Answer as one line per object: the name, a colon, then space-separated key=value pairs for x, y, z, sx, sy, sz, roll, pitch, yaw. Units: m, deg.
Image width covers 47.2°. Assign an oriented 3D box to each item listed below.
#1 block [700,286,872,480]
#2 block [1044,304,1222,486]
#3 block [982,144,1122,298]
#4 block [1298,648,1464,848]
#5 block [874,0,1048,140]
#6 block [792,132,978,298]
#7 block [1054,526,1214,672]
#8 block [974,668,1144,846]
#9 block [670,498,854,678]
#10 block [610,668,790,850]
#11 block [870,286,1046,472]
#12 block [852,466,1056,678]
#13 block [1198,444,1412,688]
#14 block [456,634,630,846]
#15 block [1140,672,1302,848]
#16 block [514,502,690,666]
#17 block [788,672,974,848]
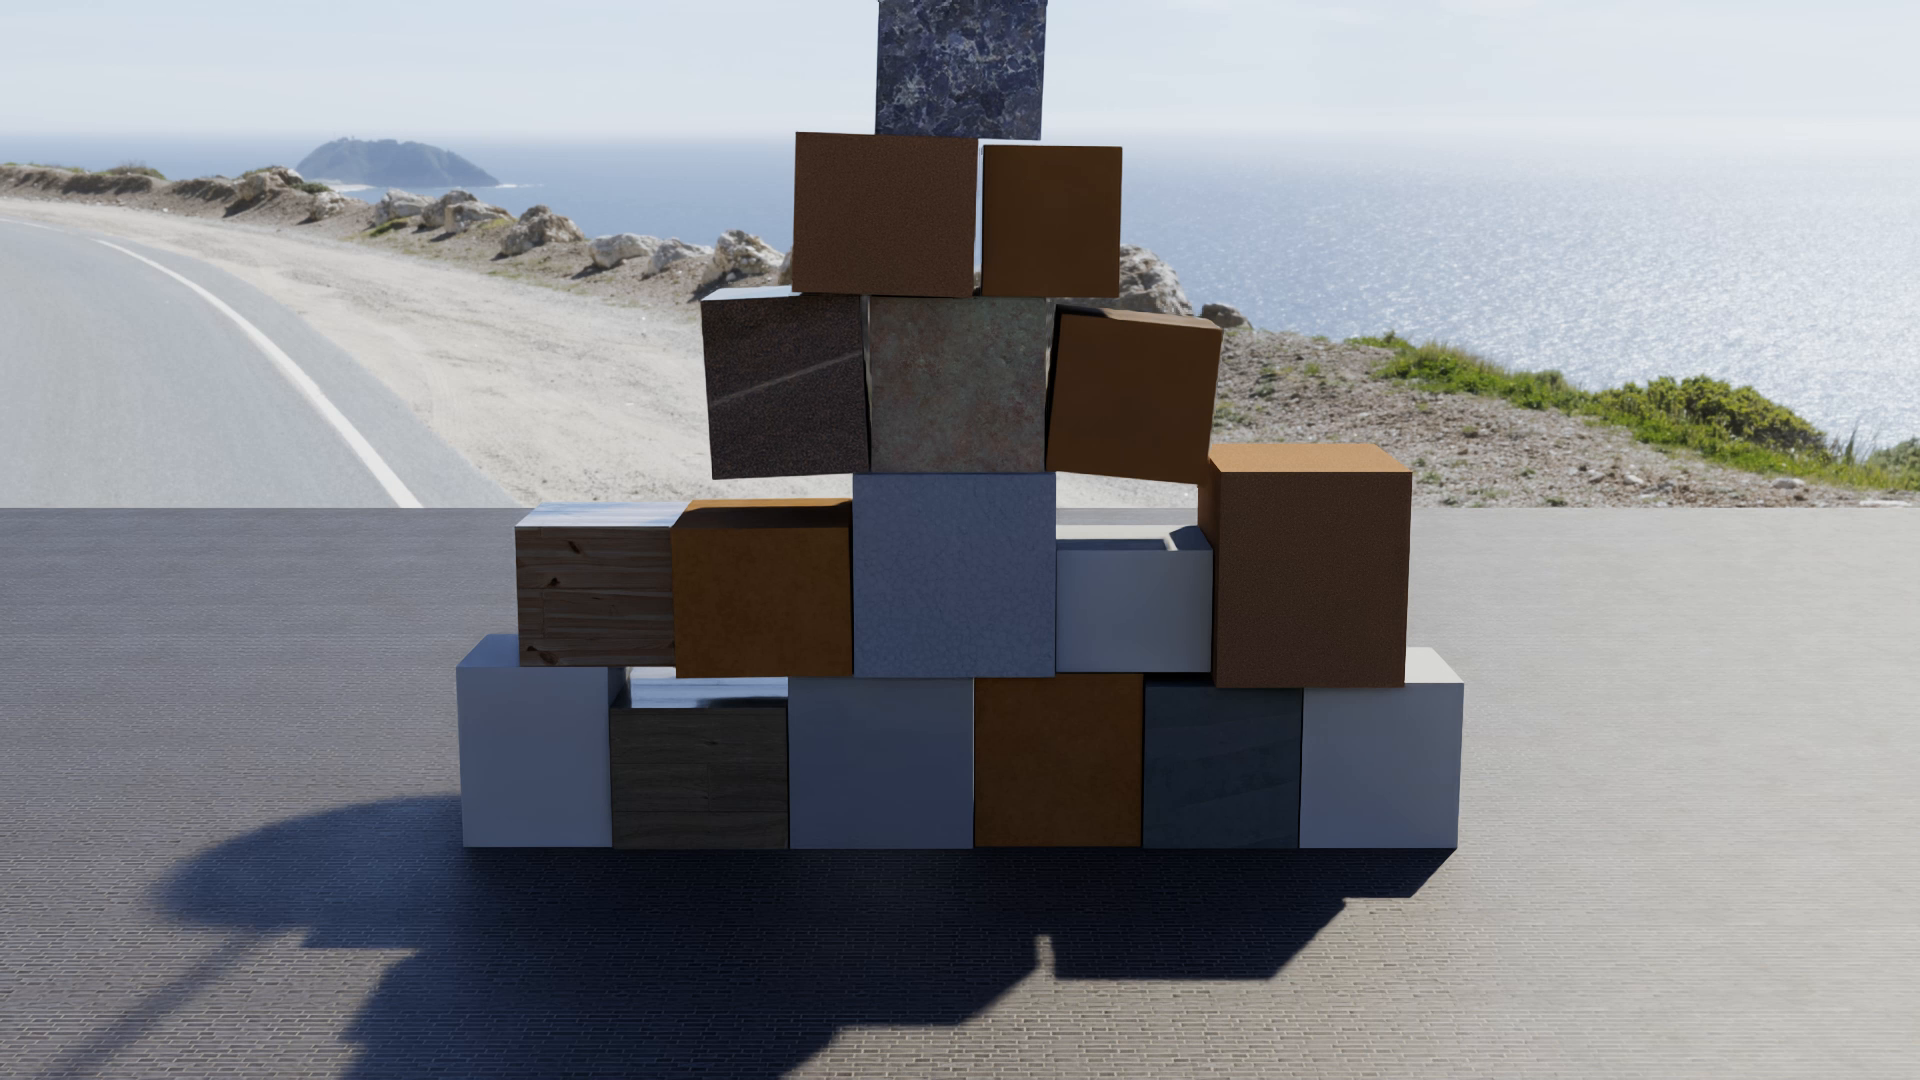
block: x=-0.844 y=-0.813 z=11.034 sx=0.764 sy=0.871 sz=0.841 roll=-3 pitch=10 yaw=0
block: x=0.844 y=-0.739 z=11.029 sx=0.784 sy=0.768 sz=0.672 roll=5 pitch=10 yaw=-1
block: x=0.440 y=-1.587 z=10.875 sx=0.655 sy=0.716 sz=0.774 roll=1 pitch=10 yaw=0
block: x=2.103 y=1.058 z=11.354 sx=0.794 sy=0.855 sz=0.771 roll=0 pitch=10 yaw=0
block: x=0.004 y=-2.360 z=10.744 sx=0.790 sy=0.776 sz=0.778 roll=2 pitch=10 yaw=0
block: x=-0.357 y=-1.621 z=10.870 sx=0.862 sy=0.751 sz=0.924 roll=2 pitch=10 yaw=0
block: x=0.863 y=0.291 z=11.253 sx=0.773 sy=0.617 sz=0.715 roll=0 pitch=10 yaw=0
block: x=0.493 y=1.034 z=11.382 sx=0.835 sy=0.892 sz=0.782 roll=0 pitch=10 yaw=0
block: x=-0.970 y=0.229 z=11.212 sx=0.868 sy=0.744 sz=0.904 roll=-1 pitch=10 yaw=0
block: x=-1.300 y=1.116 z=11.387 sx=0.877 sy=0.730 sz=0.856 roll=0 pitch=10 yaw=0
block: x=-0.010 y=-0.820 z=11.041 sx=0.844 sy=0.853 sz=0.777 roll=0 pitch=10 yaw=0
block: x=-0.027 y=0.098 z=11.193 sx=0.988 sy=1.007 sz=0.934 roll=0 pitch=10 yaw=0
block: x=1.722 y=0.107 z=11.200 sx=0.924 sy=1.071 sz=1.007 roll=0 pitch=10 yaw=0
block: x=-2.124 y=1.021 z=11.352 sx=0.751 sy=0.930 sz=0.748 roll=0 pitch=10 yaw=0
block: x=1.308 y=1.065 z=11.375 sx=0.775 sy=0.835 sz=0.821 roll=0 pitch=10 yaw=0
block: x=-1.797 y=0.214 z=11.212 sx=0.775 sy=0.707 sz=0.739 roll=0 pitch=10 yaw=0
block: x=-0.393 y=1.033 z=11.373 sx=0.918 sy=0.898 sz=0.842 roll=0 pitch=10 yaw=0
